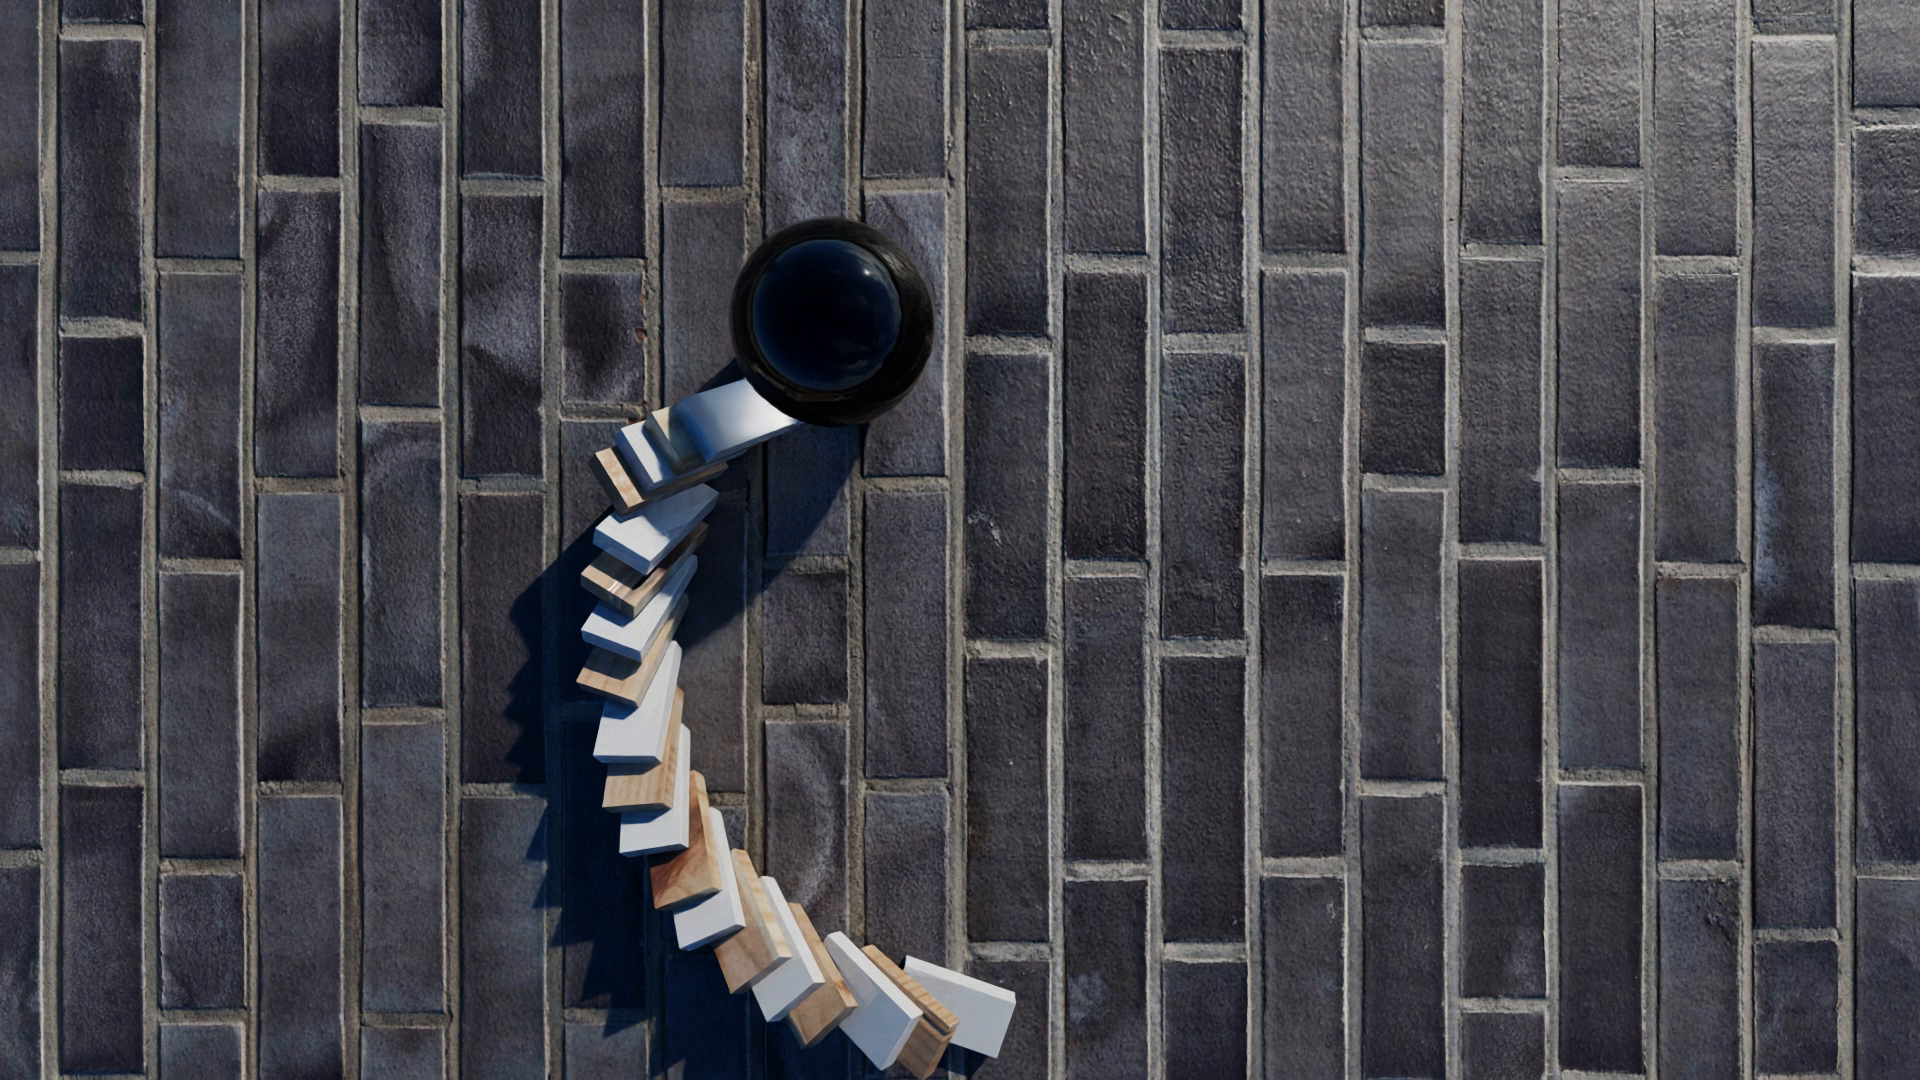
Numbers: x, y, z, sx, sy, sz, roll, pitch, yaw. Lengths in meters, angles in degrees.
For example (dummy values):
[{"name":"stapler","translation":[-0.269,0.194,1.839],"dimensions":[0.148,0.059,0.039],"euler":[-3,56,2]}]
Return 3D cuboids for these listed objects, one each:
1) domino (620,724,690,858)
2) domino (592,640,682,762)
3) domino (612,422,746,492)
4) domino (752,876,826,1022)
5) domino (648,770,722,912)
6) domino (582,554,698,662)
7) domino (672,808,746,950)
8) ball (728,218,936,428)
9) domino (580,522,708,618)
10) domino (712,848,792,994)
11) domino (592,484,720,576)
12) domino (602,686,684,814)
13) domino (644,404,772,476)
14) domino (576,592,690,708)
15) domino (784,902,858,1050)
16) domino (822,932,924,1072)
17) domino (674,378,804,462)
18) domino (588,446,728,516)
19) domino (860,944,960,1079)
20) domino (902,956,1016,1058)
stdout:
[{"name":"domino","translation":[-0.127,0.104,0.384],"dimensions":[0.025,0.010,0.050],"euler":[-9,60,0]},{"name":"domino","translation":[-0.134,0.067,0.383],"dimensions":[0.025,0.010,0.050],"euler":[0,60,2]},{"name":"domino","translation":[-0.114,-0.040,0.379],"dimensions":[0.050,0.010,0.025],"euler":[-31,90,-45]},{"name":"domino","translation":[-0.079,0.170,0.382],"dimensions":[0.025,0.010,0.050],"euler":[-40,57,2]},{"name":"domino","translation":[-0.117,0.125,0.383],"dimensions":[0.025,0.010,0.050],"euler":[-21,59,1]},{"name":"domino","translation":[-0.132,0.024,0.381],"dimensions":[0.025,0.010,0.050],"euler":[20,52,0]},{"name":"domino","translation":[-0.108,0.141,0.383],"dimensions":[0.025,0.010,0.050],"euler":[-23,59,0]},{"name":"ball","translation":[-0.050,-0.084,0.360],"dimensions":[0.080,0.080,0.080],"euler":[0,90,0]},{"name":"domino","translation":[-0.130,0.006,0.380],"dimensions":[0.025,0.010,0.050],"euler":[31,50,1]},{"name":"domino","translation":[-0.092,0.158,0.382],"dimensions":[0.025,0.009,0.050],"euler":[-38,57,3]},{"name":"domino","translation":[-0.124,-0.010,0.378],"dimensions":[0.025,0.050,0.009],"euler":[31,132,0]},{"name":"domino","translation":[-0.132,0.087,0.383],"dimensions":[0.025,0.009,0.050],"euler":[-5,59,2]},{"name":"domino","translation":[-0.102,-0.047,0.379],"dimensions":[0.050,0.010,0.025],"euler":[-31,90,-45]},{"name":"domino","translation":[-0.136,0.042,0.384],"dimensions":[0.025,0.010,0.050],"euler":[18,61,0]},{"name":"domino","translation":[-0.067,0.181,0.382],"dimensions":[0.025,0.010,0.050],"euler":[-43,57,0]},{"name":"domino","translation":[-0.042,0.191,0.381],"dimensions":[0.050,0.010,0.025],"euler":[32,93,29]},{"name":"domino","translation":[-0.089,-0.052,0.379],"dimensions":[0.050,0.009,0.025],"euler":[-31,90,-45]},{"name":"domino","translation":[-0.124,-0.031,0.379],"dimensions":[0.050,0.010,0.025],"euler":[-32,90,-45]},{"name":"domino","translation":[-0.027,0.197,0.383],"dimensions":[0.050,0.010,0.025],"euler":[28,92,29]},{"name":"domino","translation":[-0.004,0.201,0.395],"dimensions":[0.050,0.010,0.025],"euler":[19,90,0]}]
